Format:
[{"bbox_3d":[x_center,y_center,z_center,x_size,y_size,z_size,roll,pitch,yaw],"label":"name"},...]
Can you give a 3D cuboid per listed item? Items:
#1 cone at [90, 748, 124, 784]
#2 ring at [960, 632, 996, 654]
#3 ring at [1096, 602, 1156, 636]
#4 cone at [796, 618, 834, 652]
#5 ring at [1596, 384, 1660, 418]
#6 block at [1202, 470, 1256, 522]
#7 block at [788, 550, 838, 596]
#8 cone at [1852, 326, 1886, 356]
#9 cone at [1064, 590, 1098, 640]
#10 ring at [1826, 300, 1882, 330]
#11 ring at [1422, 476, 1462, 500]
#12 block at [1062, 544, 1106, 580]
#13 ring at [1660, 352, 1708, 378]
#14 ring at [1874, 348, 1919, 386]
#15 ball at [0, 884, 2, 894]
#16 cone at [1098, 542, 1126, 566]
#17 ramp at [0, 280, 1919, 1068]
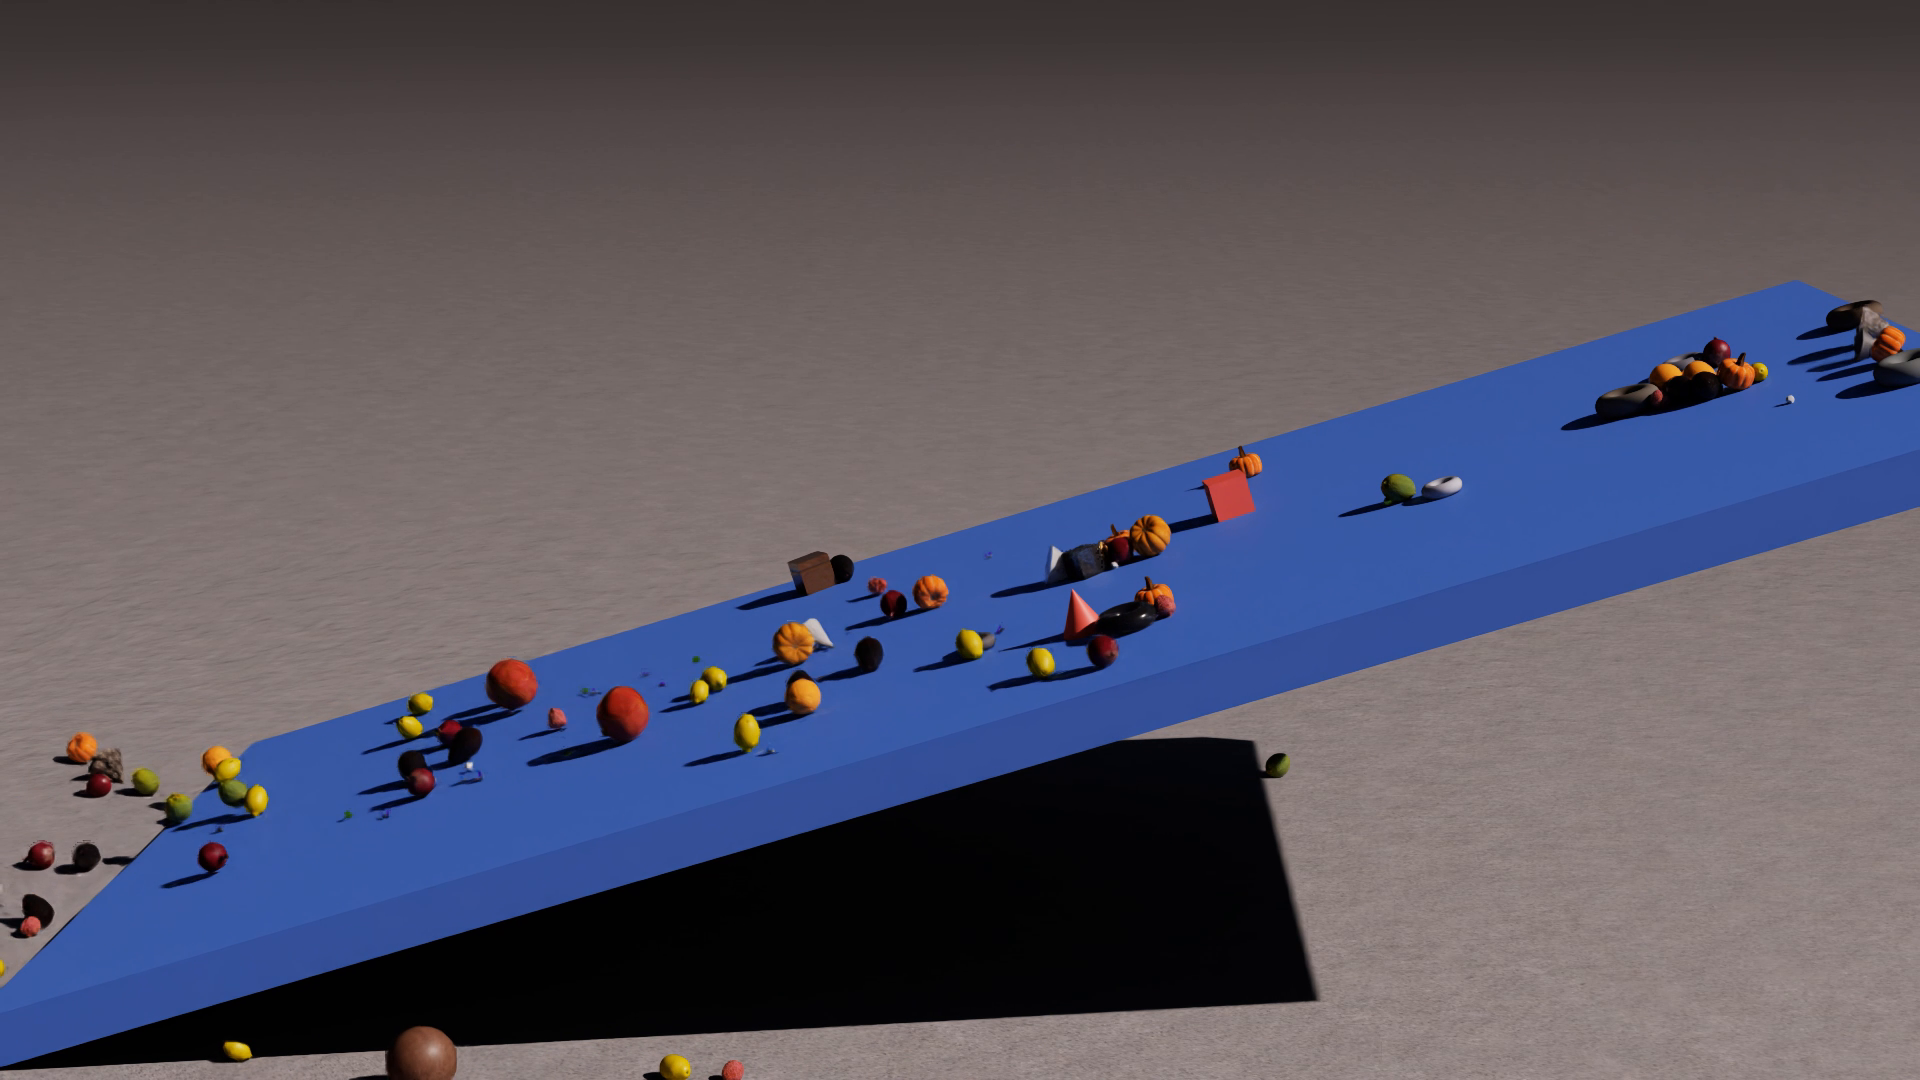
[{"bbox_3d":[-2.145,0.592,7.463,0.090,0.090,0.090,39,31,28],"label":"cone"},{"bbox_3d":[0.035,0.209,5.934,0.077,0.026,0.077,-16,11,3],"label":"ring"},{"bbox_3d":[0.322,0.153,5.703,0.123,0.041,0.123,-16,11,3],"label":"ring"},{"bbox_3d":[-0.302,0.221,6.411,0.078,0.078,0.078,24,23,34],"label":"cone"},{"bbox_3d":[1.413,-0.294,6.222,0.139,0.046,0.139,-16,10,3],"label":"ring"},{"bbox_3d":[0.590,-0.098,6.458,0.085,0.085,0.085,-18,10,-2],"label":"block"},{"bbox_3d":[-0.358,0.080,7.125,0.080,0.080,0.080,-21,11,-19],"label":"block"},{"bbox_3d":[1.872,-0.392,6.016,0.067,0.067,0.067,25,7,-11],"label":"cone"},{"bbox_3d":[0.233,0.138,5.786,0.091,0.091,0.091,-17,10,3],"label":"cone"},{"bbox_3d":[1.941,-0.489,6.384,0.121,0.040,0.121,-16,9,3],"label":"ring"},{"bbox_3d":[0.983,-0.106,6.000,0.086,0.029,0.086,-18,10,3],"label":"ring"},{"bbox_3d":[0.266,0.047,6.304,0.060,0.060,0.060,-24,12,-30],"label":"block"},{"bbox_3d":[1.586,-0.384,6.443,0.103,0.034,0.103,-18,9,3],"label":"ring"},{"bbox_3d":[1.845,-0.335,5.714,0.139,0.046,0.139,-18,11,4],"label":"ring"},{"bbox_3d":[-2.148,0.773,6.502,0.060,0.060,0.060,0,11,0],"label":"ball"},{"bbox_3d":[0.328,0.037,6.347,0.063,0.063,0.063,9,11,-3],"label":"cone"},{"bbox_3d":[0.097,0.184,6.314,4.000,0.100,2.000,-17,10,5],"label":"ramp"}]
